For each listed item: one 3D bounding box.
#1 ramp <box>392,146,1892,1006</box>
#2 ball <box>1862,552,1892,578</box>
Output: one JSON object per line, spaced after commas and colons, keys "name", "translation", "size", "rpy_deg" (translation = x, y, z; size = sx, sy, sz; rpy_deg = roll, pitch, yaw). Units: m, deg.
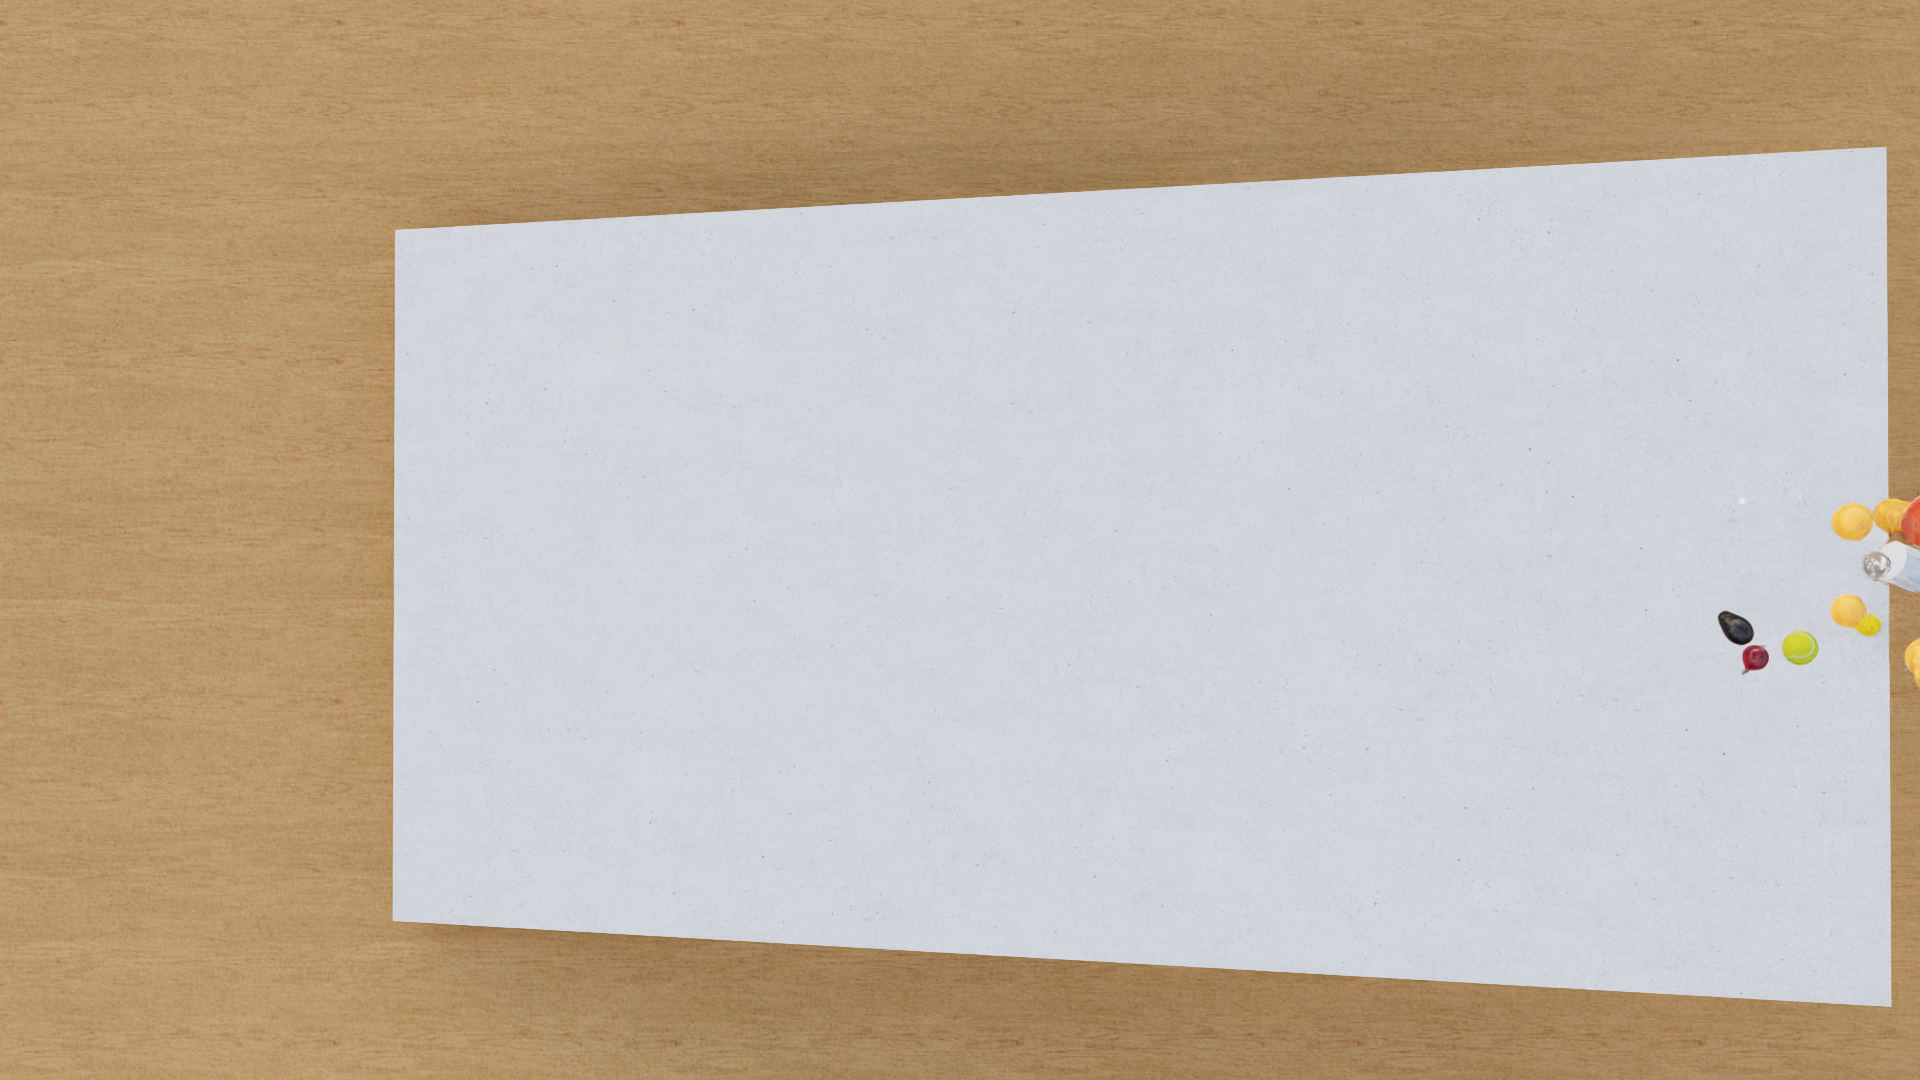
{"name": "ramp", "translation": [0.277, 0.092, 5.788], "size": [4.000, 0.100, 2.000], "rpy_deg": [0, 89, 18]}
{"name": "ball", "translation": [1.779, 0.049, 4.267], "size": [0.050, 0.050, 0.050], "rpy_deg": [0, 89, 0]}
